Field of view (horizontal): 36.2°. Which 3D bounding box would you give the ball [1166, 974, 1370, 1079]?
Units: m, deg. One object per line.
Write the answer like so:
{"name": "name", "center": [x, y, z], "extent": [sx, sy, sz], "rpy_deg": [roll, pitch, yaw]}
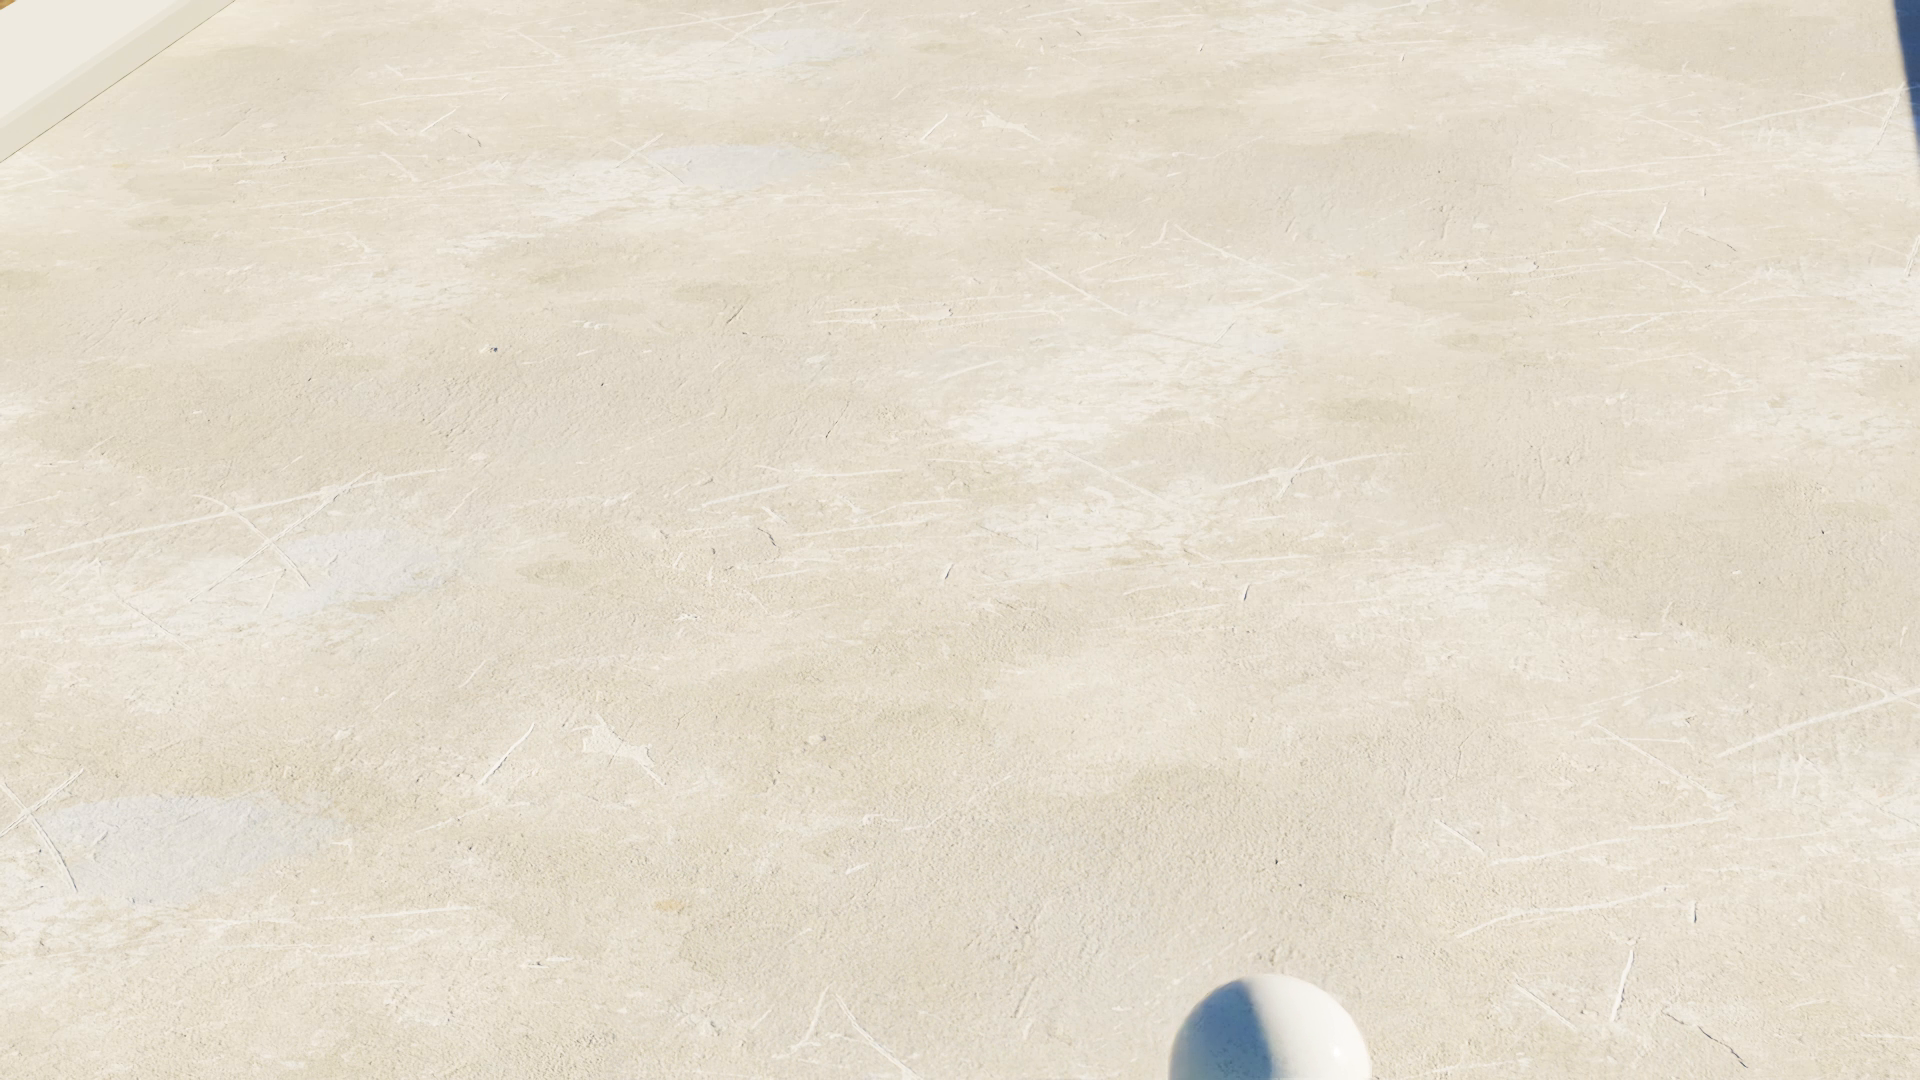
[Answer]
{"name": "ball", "center": [0.134, 0.232, 1.273], "extent": [0.088, 0.088, 0.088], "rpy_deg": [0, 28, 0]}

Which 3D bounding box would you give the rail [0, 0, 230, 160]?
{"name": "rail", "center": [-0.678, -0.510, 2.635], "extent": [0.045, 0.114, 3.496], "rpy_deg": [6, 29, 11]}
